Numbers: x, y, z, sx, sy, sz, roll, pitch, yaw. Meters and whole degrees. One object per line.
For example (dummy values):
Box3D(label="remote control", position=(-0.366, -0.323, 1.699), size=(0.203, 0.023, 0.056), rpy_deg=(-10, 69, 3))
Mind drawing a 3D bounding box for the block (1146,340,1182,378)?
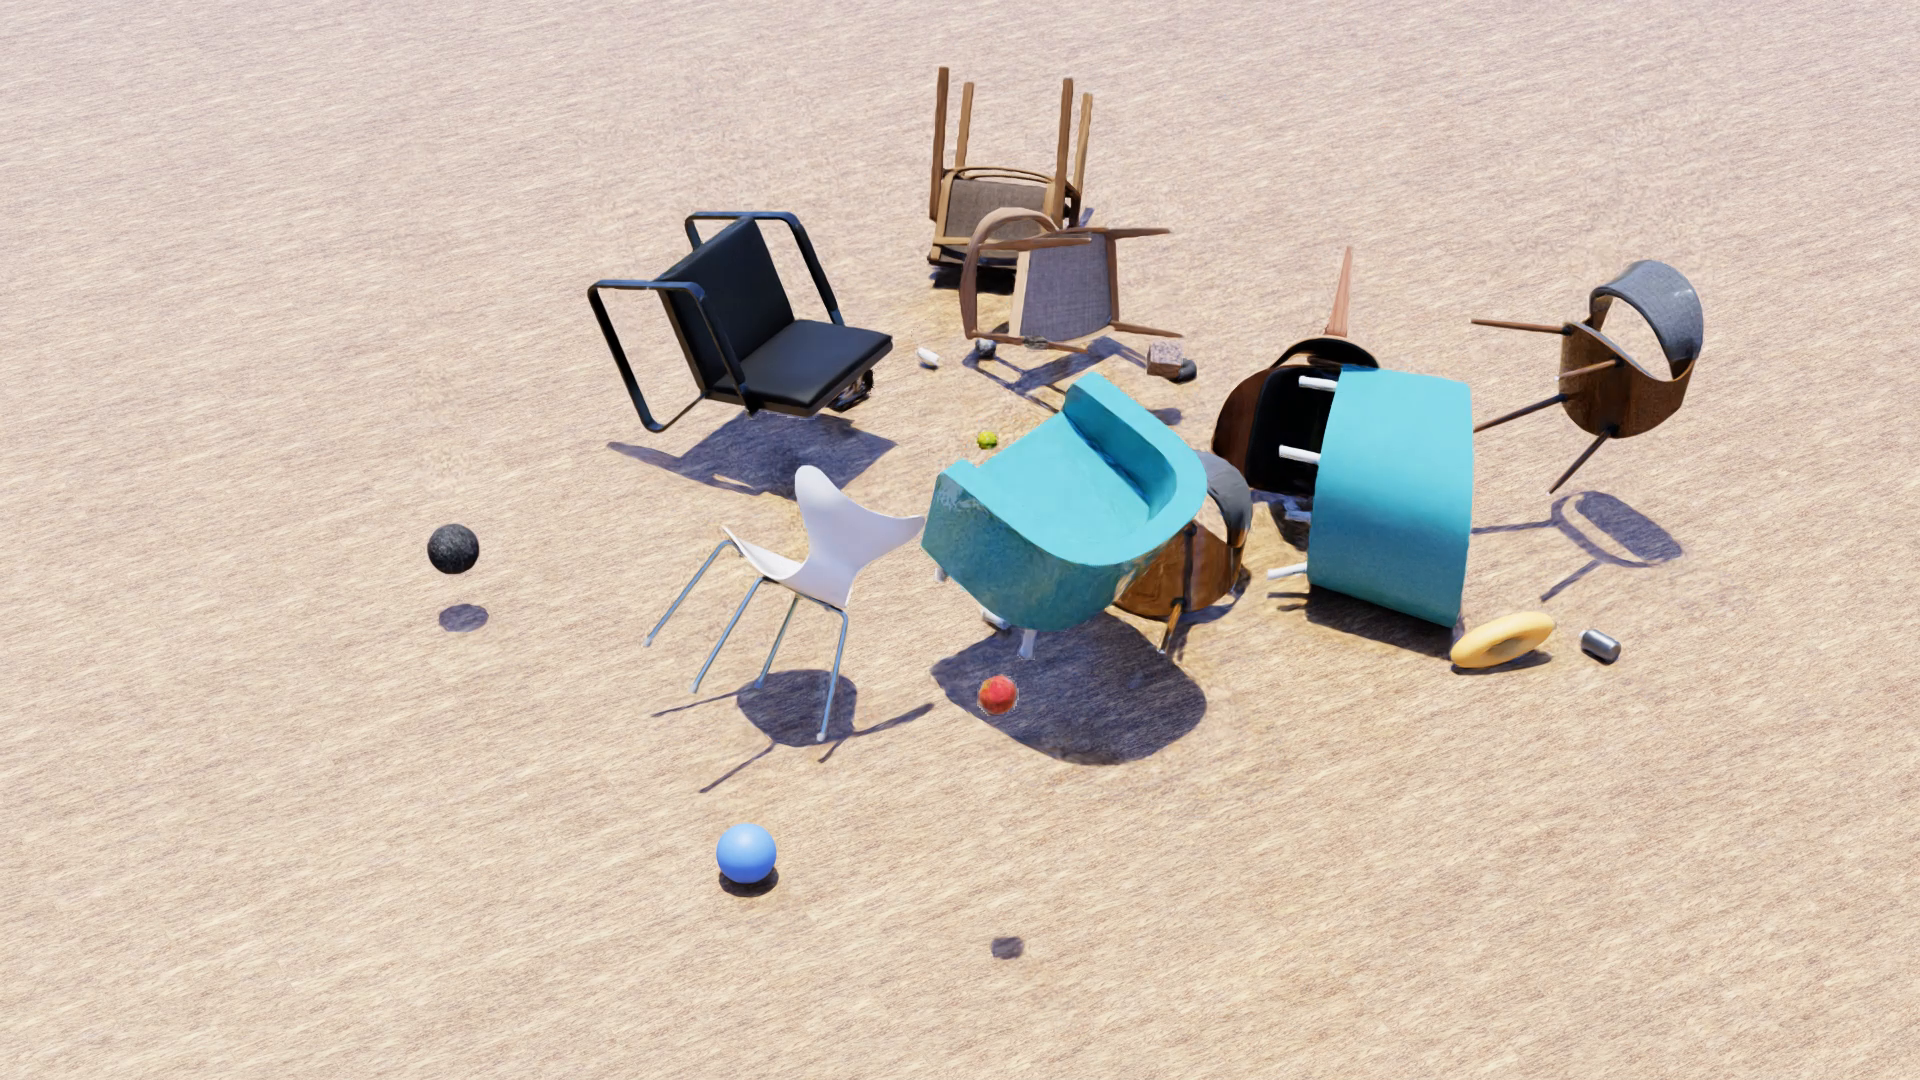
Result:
Box3D(label="block", position=(0.805, -0.711, 11.561), size=(0.122, 0.101, 0.097), rpy_deg=(6, 62, -5))

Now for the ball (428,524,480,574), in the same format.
Box3D(label="ball", position=(-1.793, 0.032, 10.379), size=(0.182, 0.182, 0.182), rpy_deg=(0, 33, 0))

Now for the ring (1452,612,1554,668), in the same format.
Box3D(label="ring", position=(1.895, 0.349, 10.243), size=(0.387, 0.171, 0.089), rpy_deg=(-20, 45, -4))

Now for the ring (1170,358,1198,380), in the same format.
Box3D(label="ring", position=(0.901, -0.694, 11.947), size=(0.137, 0.055, 0.124), rpy_deg=(-15, 33, -15))

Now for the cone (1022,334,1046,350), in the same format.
Box3D(label="cone", position=(0.296, -0.743, 11.091), size=(0.094, 0.057, 0.114), rpy_deg=(6, 0, 16))

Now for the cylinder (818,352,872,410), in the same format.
Box3D(label="cylinder", position=(-0.457, -0.640, 11.752), size=(0.188, 0.179, 0.116), rpy_deg=(-28, 38, -36))

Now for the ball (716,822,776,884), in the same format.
Box3D(label="ball", position=(-0.675, 0.990, 9.267), size=(0.192, 0.192, 0.192), rpy_deg=(0, 33, 0))

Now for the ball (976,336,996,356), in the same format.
Box3D(label="ball", position=(0.106, -0.798, 12.075), size=(0.088, 0.088, 0.088), rpy_deg=(0, 33, 0))
